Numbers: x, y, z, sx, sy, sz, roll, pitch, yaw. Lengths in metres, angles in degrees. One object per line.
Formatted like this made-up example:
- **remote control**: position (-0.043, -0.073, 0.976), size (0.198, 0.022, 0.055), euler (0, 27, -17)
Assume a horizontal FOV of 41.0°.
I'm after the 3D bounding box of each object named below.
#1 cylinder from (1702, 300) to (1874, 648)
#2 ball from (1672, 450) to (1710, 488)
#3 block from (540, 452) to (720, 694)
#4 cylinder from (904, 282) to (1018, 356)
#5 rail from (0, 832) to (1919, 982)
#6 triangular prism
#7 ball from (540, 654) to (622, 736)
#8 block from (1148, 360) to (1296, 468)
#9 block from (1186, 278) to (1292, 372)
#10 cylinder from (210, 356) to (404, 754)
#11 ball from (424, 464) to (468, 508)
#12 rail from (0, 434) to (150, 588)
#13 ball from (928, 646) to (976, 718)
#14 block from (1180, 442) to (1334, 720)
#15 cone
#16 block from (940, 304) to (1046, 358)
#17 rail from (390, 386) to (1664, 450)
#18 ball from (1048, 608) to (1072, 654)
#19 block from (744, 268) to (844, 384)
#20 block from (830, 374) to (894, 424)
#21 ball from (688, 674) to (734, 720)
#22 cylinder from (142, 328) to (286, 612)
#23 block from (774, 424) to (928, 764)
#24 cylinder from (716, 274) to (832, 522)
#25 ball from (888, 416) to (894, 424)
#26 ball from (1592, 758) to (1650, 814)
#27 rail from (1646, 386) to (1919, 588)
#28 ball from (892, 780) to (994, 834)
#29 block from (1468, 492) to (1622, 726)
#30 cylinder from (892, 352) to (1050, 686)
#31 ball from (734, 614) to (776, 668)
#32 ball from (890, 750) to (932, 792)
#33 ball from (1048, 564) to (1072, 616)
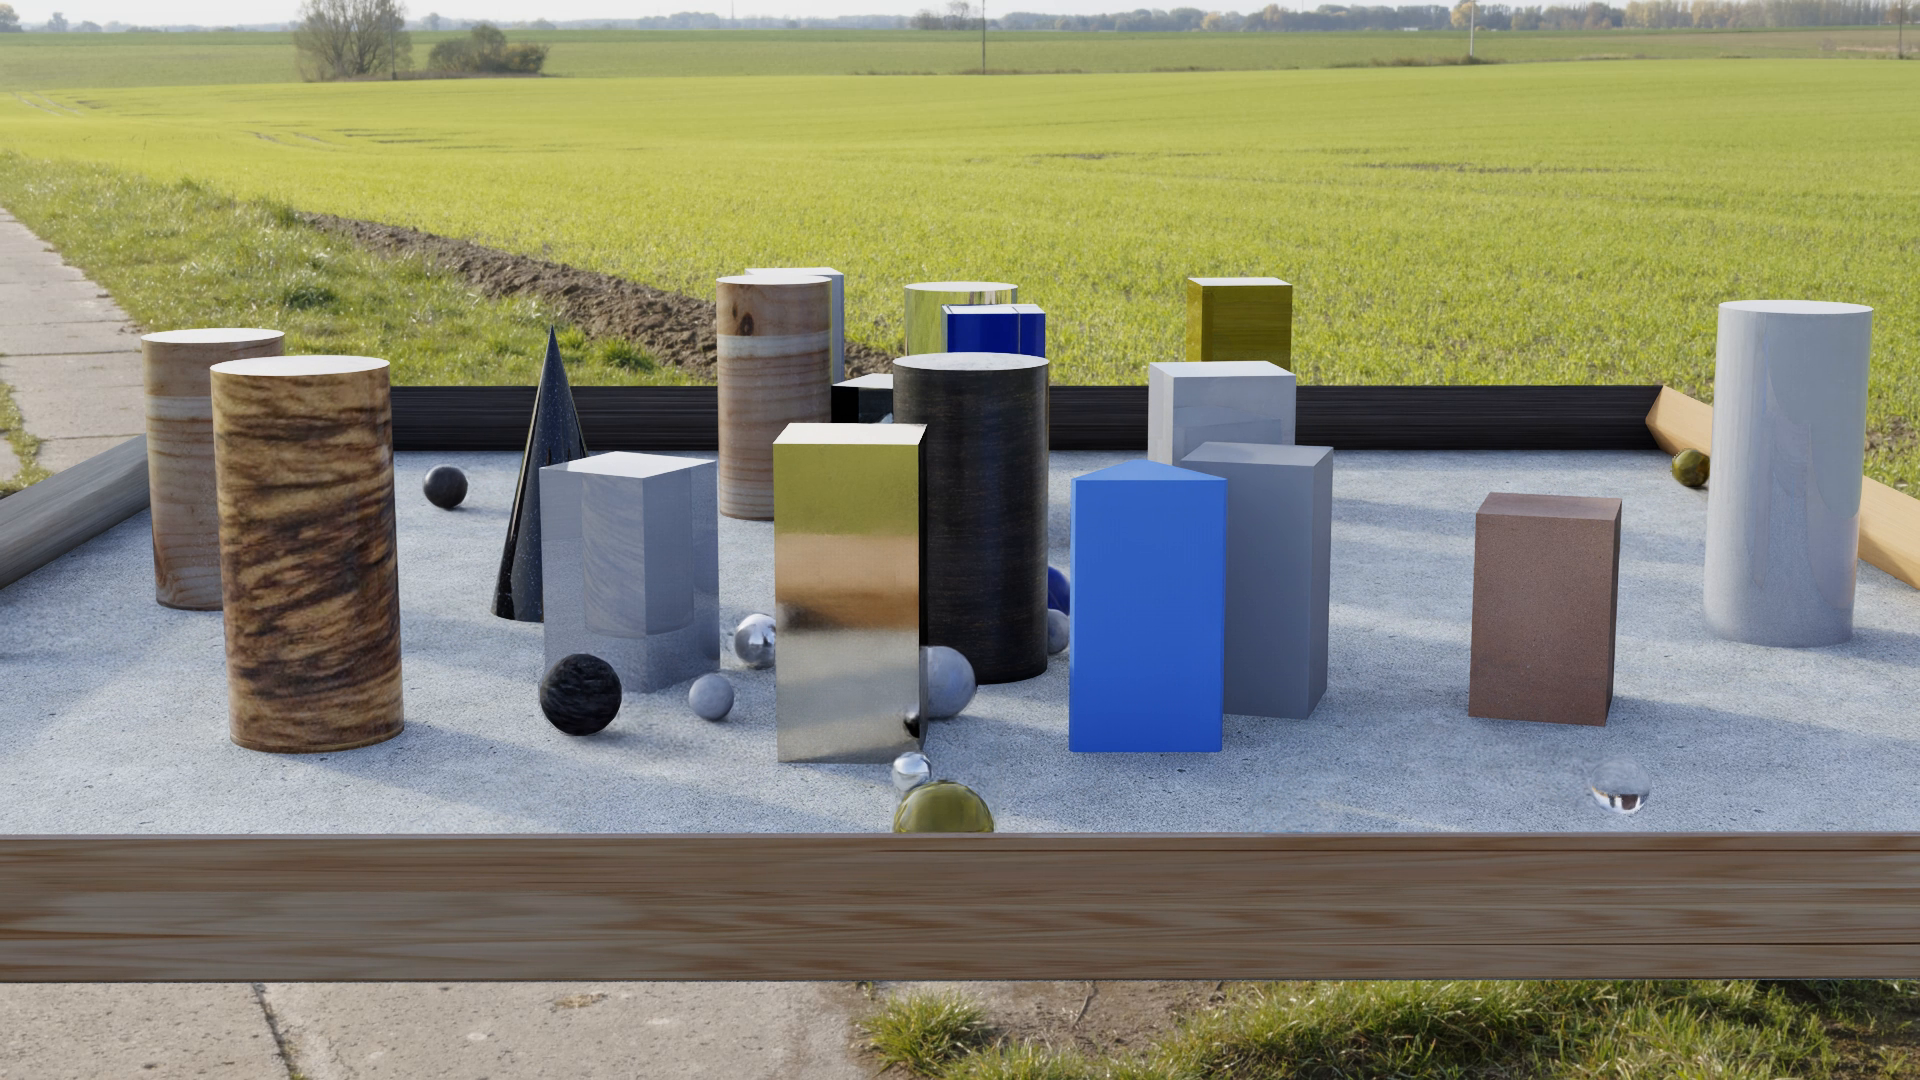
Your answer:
- **cylinder**: position (1.056, -0.088, 3.280), size (0.187, 0.420, 0.187), euler (0, 11, 0)
- **ball**: position (1.266, -0.124, 4.438), size (0.065, 0.065, 0.065), euler (0, 11, 0)
- **block**: position (-0.393, 0.036, 3.066), size (0.149, 0.255, 0.149), euler (6, 12, 29)
- **cylinder**: position (0.002, -0.239, 4.247), size (0.187, 0.362, 0.187), euler (0, 11, 0)
- **rail**: position (0.008, 0.289, 2.069), size (2.681, 0.121, 0.045), euler (0, 11, 0)
- **triangular prism**: position (0.198, 0.068, 2.784), size (0.162, 0.294, 0.140), euler (0, 11, 0)
- **ball**: position (-0.414, 0.169, 2.805), size (0.089, 0.089, 0.089), euler (0, 11, 0)
- **block**: position (0.319, -0.033, 3.160), size (0.149, 0.357, 0.149), euler (-1, 11, -7)
- **block**: position (0.464, -0.251, 4.304), size (0.149, 0.365, 0.149), euler (-1, 11, -5)
- **cylinder**: position (-0.707, 0.012, 2.786), size (0.187, 0.405, 0.187), euler (0, 11, 0)
- **ball**: position (-0.847, -0.088, 4.226), size (0.072, 0.072, 0.072), euler (0, 11, 0)
- **rail**: position (-1.317, 0.033, 3.442), size (0.045, 0.121, 2.856), euler (0, 11, 0)
- **ball**: position (-0.023, 0.160, 2.875), size (0.082, 0.082, 0.082), euler (0, 11, 0)
- **block**: position (0.338, 0.043, 2.938), size (0.149, 0.288, 0.149), euler (3, 11, 16)
- **cone**: position (-0.539, -0.098, 3.428), size (0.187, 0.385, 0.187), euler (0, 11, 0)
- **block**: position (0.050, -0.185, 3.990), size (0.149, 0.350, 0.149), euler (-1, 11, -4)
- **rail**: position (-0.008, -0.227, 4.830), size (2.681, 0.121, 0.045), euler (0, 11, 0)
- **ball**: position (0.113, 0.114, 3.191), size (0.056, 0.056, 0.056), euler (0, 11, 0)
- **block**: position (-0.285, -0.278, 4.428), size (0.149, 0.371, 0.149), euler (-2, 11, -12)
- **block**: position (-0.084, -0.086, 3.653), size (0.149, 0.280, 0.149), euler (4, 11, 21)
- **ball**: position (-0.278, 0.176, 2.869), size (0.051, 0.051, 0.051), euler (0, 11, 0)
- **cylinder**: position (-1.009, -0.099, 3.500), size (0.187, 0.361, 0.187), euler (0, 11, 0)
- **block**: position (-0.114, 0.054, 2.736), size (0.149, 0.339, 0.149), euler (1, 11, 3)
- **cylinder**: position (-0.300, -0.234, 4.169), size (0.187, 0.380, 0.187), euler (0, 11, 0)
- **ball**: position (-0.092, -0.198, 4.769), size (0.090, 0.090, 0.090), euler (0, 11, 0)
- **ball**: position (0.648, 0.241, 2.512), size (0.055, 0.055, 0.055), euler (0, 11, 0)
- **rail**: position (1.317, 0.030, 3.457), size (0.045, 0.121, 2.856), euler (0, 11, 0)
- **ball**: position (-0.015, 0.262, 2.300), size (0.092, 0.092, 0.092), euler (0, 11, 0)
- **block**: position (0.666, 0.076, 2.914), size (0.149, 0.233, 0.149), euler (3, 11, 17)
- **cylinder**: position (0.013, -0.029, 3.090), size (0.187, 0.374, 0.187), euler (0, 11, 0)
- **ball**: position (-0.242, 0.123, 3.114), size (0.067, 0.067, 0.067), euler (0, 11, 0)
- **ball**: position (-0.049, 0.234, 2.585), size (0.042, 0.042, 0.042), euler (0, 11, 0)
- **ball**: position (0.100, 0.075, 3.299), size (0.092, 0.092, 0.092), euler (0, 11, 0)
